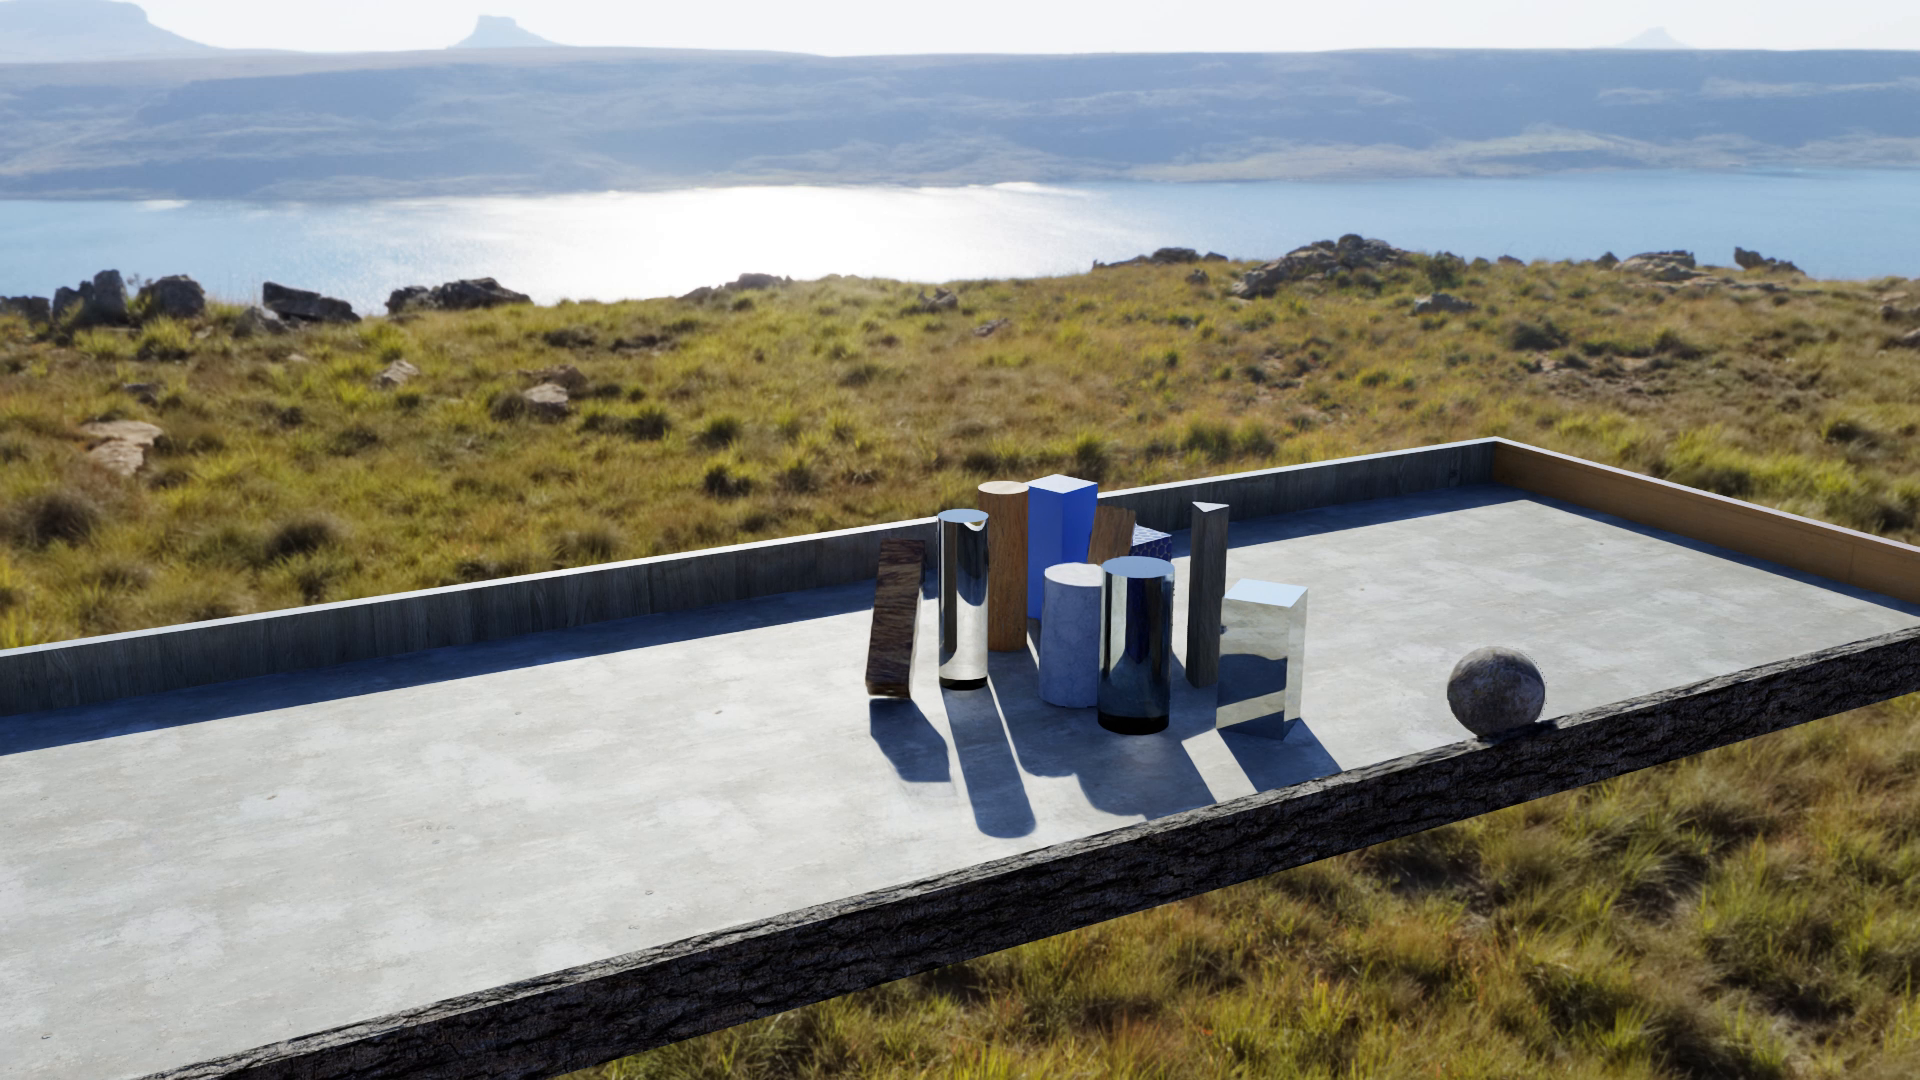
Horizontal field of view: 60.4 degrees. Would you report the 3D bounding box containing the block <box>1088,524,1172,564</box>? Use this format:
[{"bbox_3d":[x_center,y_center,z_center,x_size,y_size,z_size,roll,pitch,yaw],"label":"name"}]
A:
[{"bbox_3d":[0.447,0.130,4.376,0.155,0.302,0.155,-14,21,-39],"label":"block"}]

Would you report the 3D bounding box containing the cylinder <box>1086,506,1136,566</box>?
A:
[{"bbox_3d":[0.362,0.124,4.187,0.103,0.412,0.103,10,-2,0],"label":"cylinder"}]

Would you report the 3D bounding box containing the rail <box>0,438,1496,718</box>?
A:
[{"bbox_3d":[-3.305,0.497,3.399,12.000,0.150,0.050,-9,18,-27],"label":"rail"}]

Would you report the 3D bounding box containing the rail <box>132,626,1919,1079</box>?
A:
[{"bbox_3d":[-2.336,1.006,1.665,12.000,0.150,0.050,-9,18,-27],"label":"rail"}]

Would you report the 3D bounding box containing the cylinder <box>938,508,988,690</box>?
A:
[{"bbox_3d":[0.008,0.148,4.082,0.124,0.433,0.124,0,16,0],"label":"cylinder"}]

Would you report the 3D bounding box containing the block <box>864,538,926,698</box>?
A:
[{"bbox_3d":[-0.156,0.191,4.069,0.105,0.380,0.105,4,-25,4],"label":"block"}]

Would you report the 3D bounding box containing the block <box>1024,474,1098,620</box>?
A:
[{"bbox_3d":[0.274,0.026,4.593,0.150,0.379,0.150,15,22,41],"label":"block"}]

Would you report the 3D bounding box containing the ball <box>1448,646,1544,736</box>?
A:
[{"bbox_3d":[1.155,0.329,3.556,0.200,0.200,0.200,0,16,0],"label":"ball"}]

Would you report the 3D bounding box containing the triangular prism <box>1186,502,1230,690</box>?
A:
[{"bbox_3d":[0.597,0.135,4.085,0.089,0.458,0.077,-14,21,-38],"label":"triangular prism"}]

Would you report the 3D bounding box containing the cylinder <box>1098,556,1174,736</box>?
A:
[{"bbox_3d":[0.409,0.245,3.843,0.168,0.382,0.168,0,16,0],"label":"cylinder"}]

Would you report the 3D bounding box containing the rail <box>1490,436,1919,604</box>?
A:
[{"bbox_3d":[2.466,-0.048,5.253,0.050,0.150,2.100,-9,18,-27],"label":"rail"}]

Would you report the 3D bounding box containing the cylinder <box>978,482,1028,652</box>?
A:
[{"bbox_3d":[0.113,0.069,4.358,0.132,0.430,0.132,0,16,0],"label":"cylinder"}]

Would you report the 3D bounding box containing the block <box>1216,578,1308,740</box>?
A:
[{"bbox_3d":[0.703,0.276,3.842,0.159,0.324,0.159,8,18,24],"label":"block"}]

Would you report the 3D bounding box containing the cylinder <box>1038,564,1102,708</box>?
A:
[{"bbox_3d":[0.286,0.231,4.010,0.180,0.310,0.180,2,17,-1],"label":"cylinder"}]
